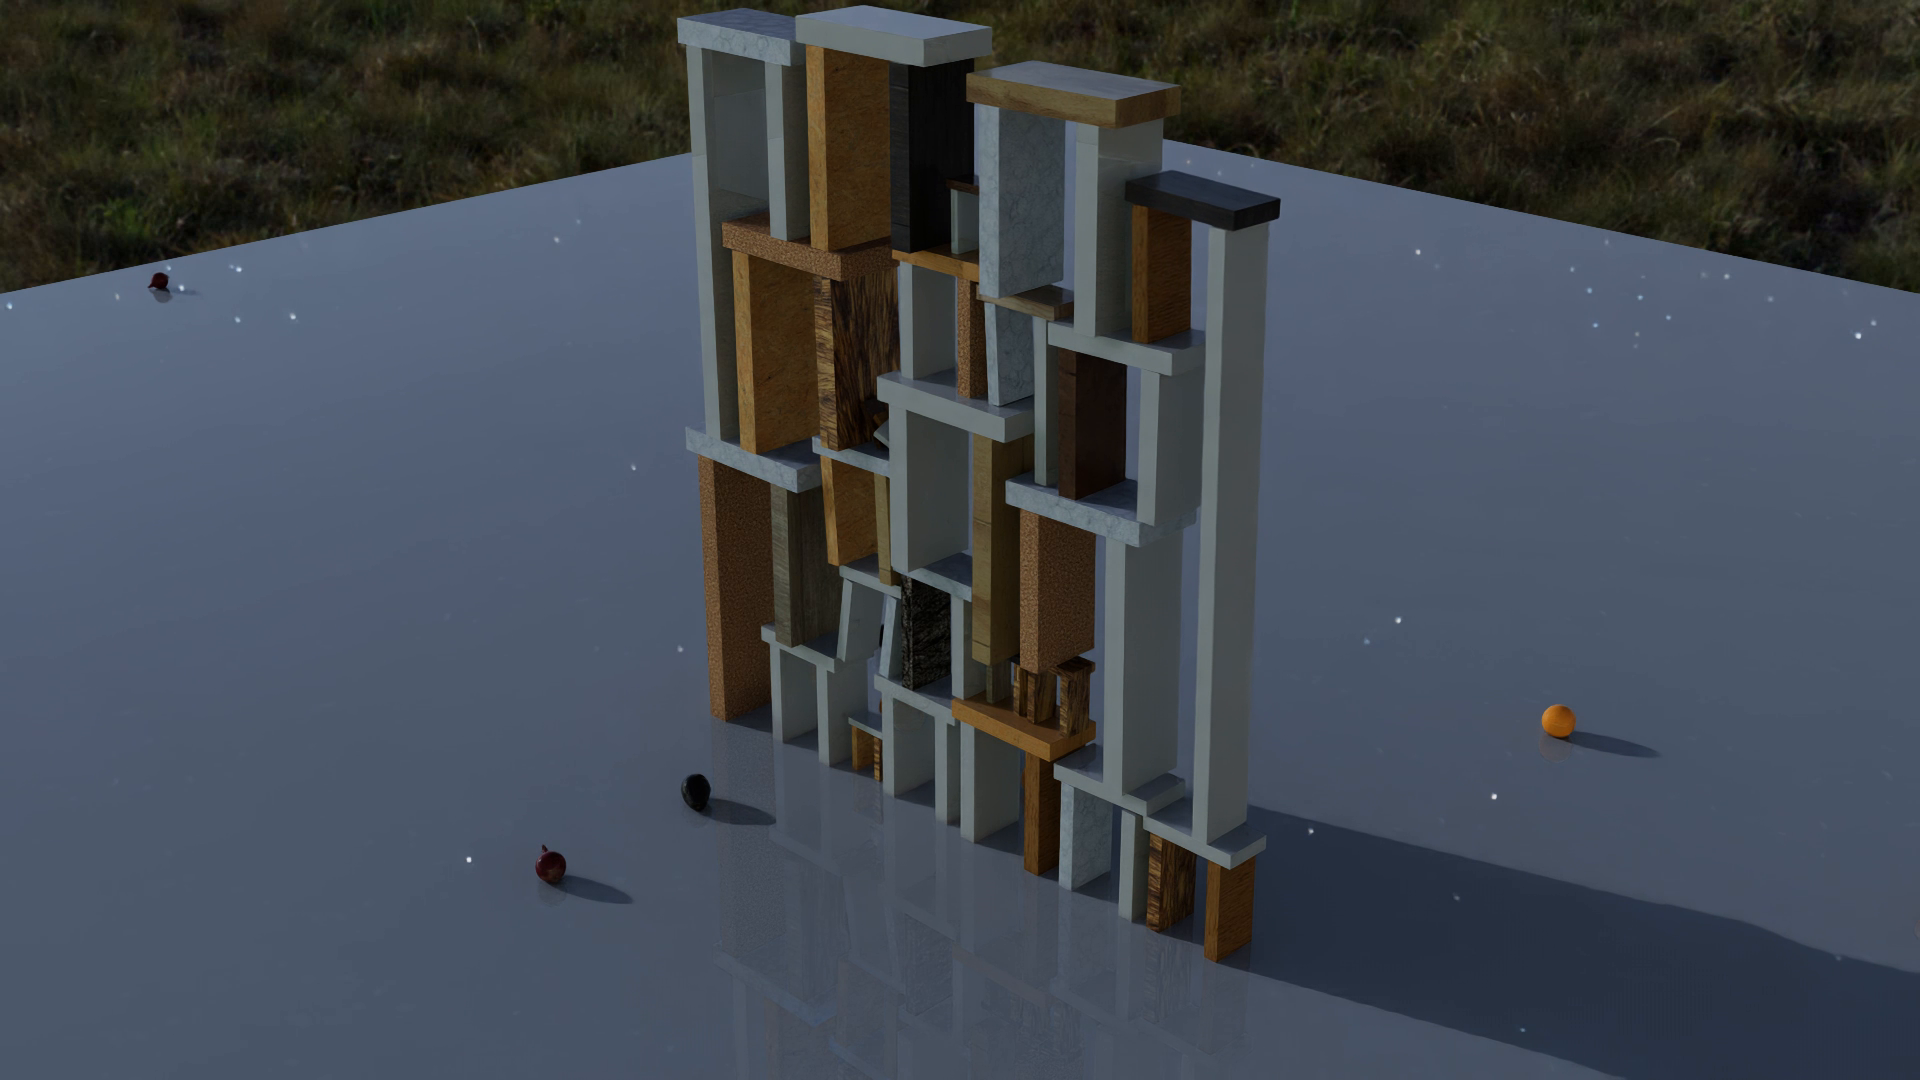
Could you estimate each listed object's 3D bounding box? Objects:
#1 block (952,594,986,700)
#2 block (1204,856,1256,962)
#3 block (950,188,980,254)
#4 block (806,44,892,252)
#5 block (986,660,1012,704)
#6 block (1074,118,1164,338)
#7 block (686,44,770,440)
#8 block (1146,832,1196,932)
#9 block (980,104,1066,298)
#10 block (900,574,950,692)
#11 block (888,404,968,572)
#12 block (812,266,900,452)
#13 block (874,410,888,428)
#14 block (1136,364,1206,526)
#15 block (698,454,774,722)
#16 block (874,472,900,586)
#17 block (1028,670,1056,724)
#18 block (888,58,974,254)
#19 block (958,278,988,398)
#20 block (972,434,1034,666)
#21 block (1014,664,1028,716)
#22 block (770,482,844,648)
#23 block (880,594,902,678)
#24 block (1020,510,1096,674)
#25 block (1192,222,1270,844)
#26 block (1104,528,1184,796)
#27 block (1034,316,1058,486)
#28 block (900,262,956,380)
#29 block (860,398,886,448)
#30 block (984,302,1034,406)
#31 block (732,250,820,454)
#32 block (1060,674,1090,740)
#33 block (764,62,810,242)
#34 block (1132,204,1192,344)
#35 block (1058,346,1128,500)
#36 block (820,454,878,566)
[{"bbox_3d":[0.034,0.193,4.274,0.108,0.215,0.030,-21,31,-41],"label":"block"},{"bbox_3d":[0.487,0.651,3.967,0.101,0.203,0.029,-21,30,-40],"label":"block"},{"bbox_3d":[0.011,-0.579,3.967,0.017,0.117,0.058,21,31,41],"label":"block"},{"bbox_3d":[-0.206,-0.748,4.135,0.048,0.381,0.169,21,31,40],"label":"block"},{"bbox_3d":[0.075,0.258,4.257,0.015,0.107,0.054,21,31,41],"label":"block"},{"bbox_3d":[0.267,-0.536,3.710,0.047,0.359,0.167,20,30,40],"label":"block"},{"bbox_3d":[-0.452,-0.605,4.453,0.168,0.803,0.048,-21,30,-40],"label":"block"},{"bbox_3d":[0.392,0.614,4.055,0.101,0.203,0.029,-21,31,-40],"label":"block"},{"bbox_3d":[0.109,-0.604,3.843,0.167,0.334,0.047,-21,31,-41],"label":"block"},{"bbox_3d":[-0.067,0.168,4.373,0.030,0.247,0.108,21,31,40],"label":"block"},{"bbox_3d":[-0.058,-0.119,4.230,0.047,0.332,0.166,21,31,40],"label":"block"},{"bbox_3d":[-0.197,-0.363,4.288,0.174,0.347,0.049,-21,29,-41],"label":"block"},{"bbox_3d":[-0.124,-0.210,4.276,0.048,0.014,0.095,-19,65,-37],"label":"block"},{"bbox_3d":[0.365,-0.174,3.761,0.039,0.275,0.137,20,30,40],"label":"block"},{"bbox_3d":[-0.470,0.084,4.776,0.050,0.615,0.178,21,31,41],"label":"block"},{"bbox_3d":[-0.111,-0.035,4.329,0.033,0.230,0.115,18,28,42],"label":"block"},{"bbox_3d":[0.156,0.282,4.178,0.018,0.125,0.063,21,31,40],"label":"block"},{"bbox_3d":[-0.049,-0.703,3.974,0.048,0.338,0.169,20,30,39],"label":"block"},{"bbox_3d":[0.046,-0.381,4.016,0.032,0.223,0.112,21,31,41],"label":"block"},{"bbox_3d":[0.099,-0.002,4.111,0.047,0.455,0.166,21,31,40],"label":"block"},{"bbox_3d":[0.127,0.278,4.210,0.015,0.107,0.054,22,31,40],"label":"block"},{"bbox_3d":[-0.305,0.030,4.569,0.050,0.355,0.178,22,31,40],"label":"block"},{"bbox_3d":[-0.111,0.181,4.419,0.092,0.184,0.026,-21,40,-40],"label":"block"},{"bbox_3d":[0.181,0.074,4.058,0.045,0.315,0.157,20,30,41],"label":"block"},{"bbox_3d":[0.457,0.005,3.734,0.033,1.112,0.116,19,30,40],"label":"block"},{"bbox_3d":[0.329,0.208,3.965,0.045,0.497,0.158,20,30,41],"label":"block"},{"bbox_3d":[0.175,-0.257,3.924,0.027,0.311,0.094,19,30,41],"label":"block"},{"bbox_3d":[-0.060,-0.422,4.112,0.032,0.223,0.112,21,31,41],"label":"block"},{"bbox_3d":[-0.158,-0.230,4.299,0.048,0.095,0.014,-22,0,-40],"label":"block"},{"bbox_3d":[0.091,-0.346,3.975,0.094,0.189,0.027,-21,27,-41],"label":"block"},{"bbox_3d":[-0.370,-0.396,4.454,0.174,0.418,0.049,-21,31,-40],"label":"block"},{"bbox_3d":[0.216,0.305,4.123,0.018,0.125,0.063,21,31,40],"label":"block"},{"bbox_3d":[-0.288,-0.755,4.210,0.168,0.336,0.048,-21,31,-40],"label":"block"},{"bbox_3d":[0.338,-0.455,3.678,0.033,0.231,0.116,18,29,41],"label":"block"},{"bbox_3d":[0.235,-0.220,3.880,0.039,0.275,0.137,19,30,40],"label":"block"},{"bbox_3d":[-0.220,-0.074,4.432,0.115,0.230,0.033,-21,27,-41],"label":"block"}]
